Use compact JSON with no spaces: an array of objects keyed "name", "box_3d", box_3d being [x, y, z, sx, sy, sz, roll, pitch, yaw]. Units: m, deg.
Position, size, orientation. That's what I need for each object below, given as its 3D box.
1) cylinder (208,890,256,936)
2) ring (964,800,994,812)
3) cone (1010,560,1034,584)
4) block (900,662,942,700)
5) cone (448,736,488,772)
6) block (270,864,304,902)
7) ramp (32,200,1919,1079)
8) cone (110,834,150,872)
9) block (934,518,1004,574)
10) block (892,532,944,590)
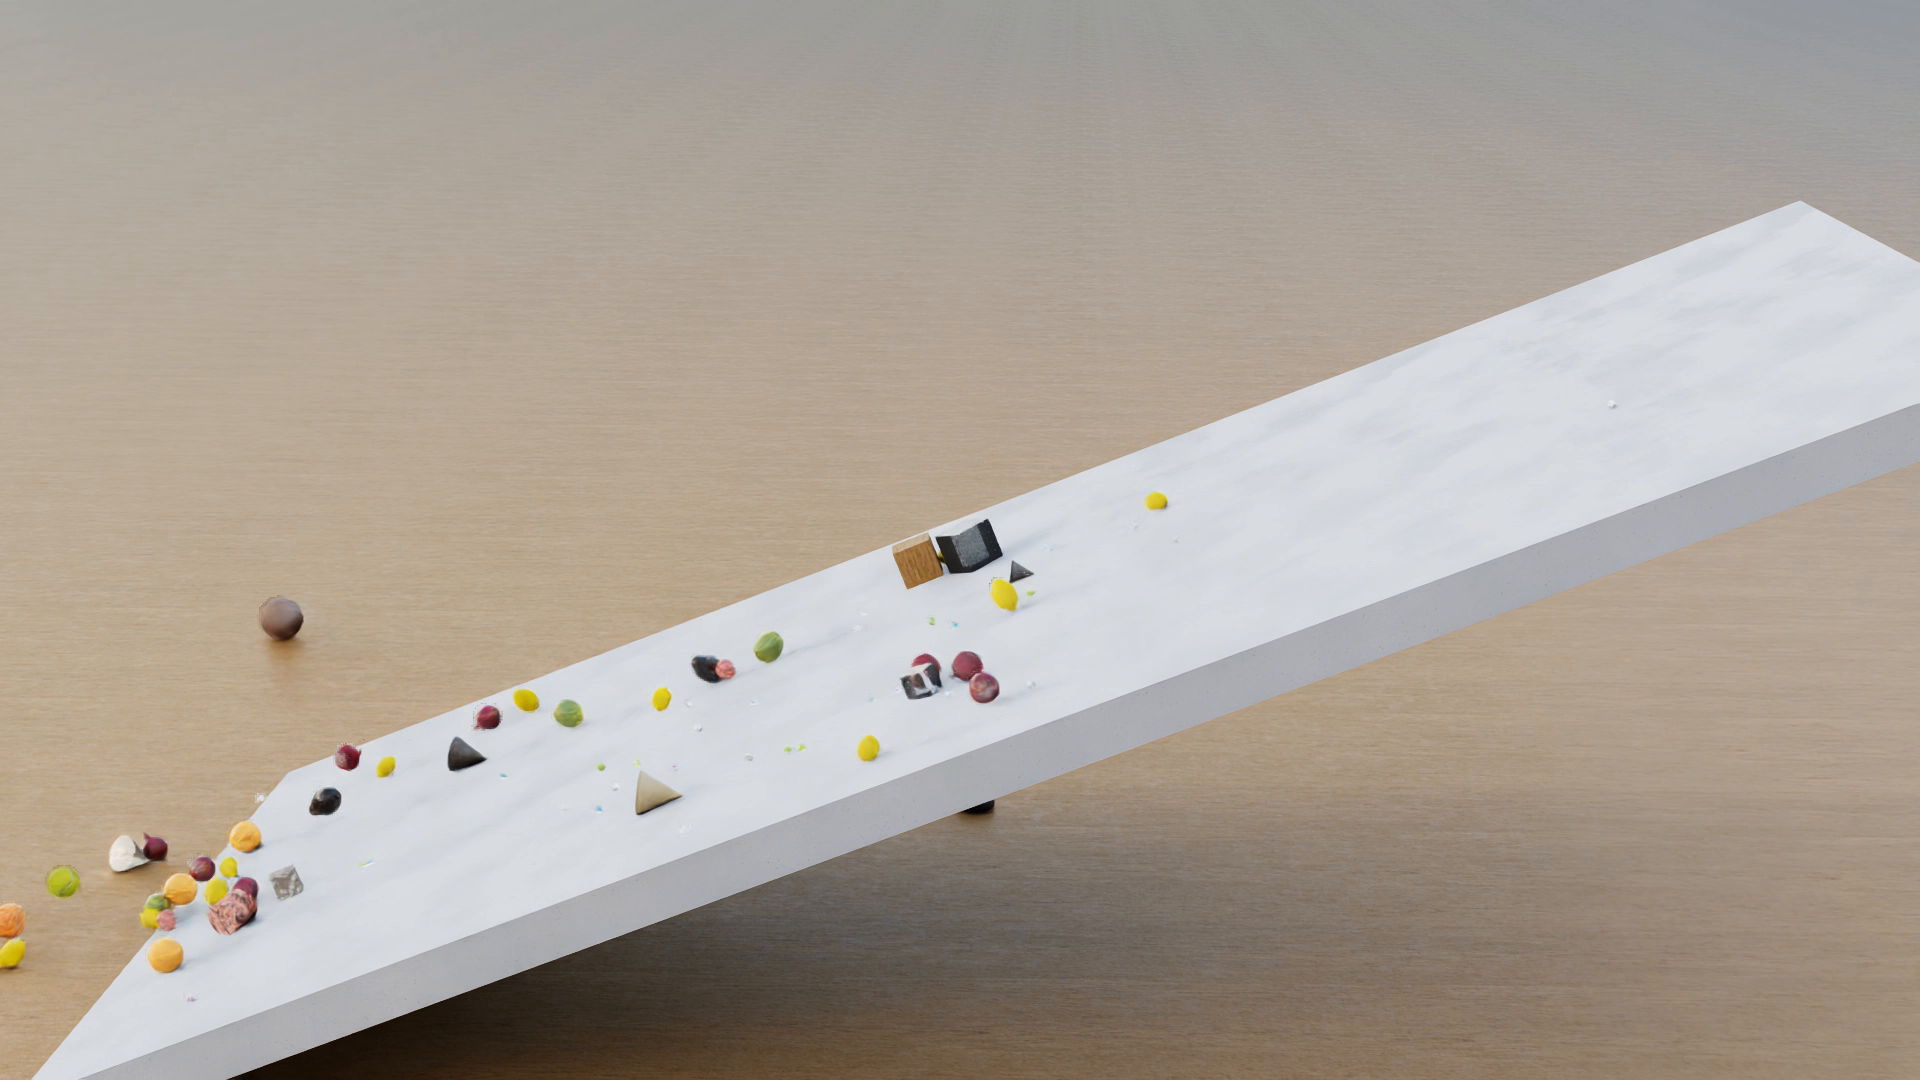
[{"name":"cylinder","box_3d":[-1.524,0.779,6.162,0.071,0.071,0.071,6,23,23]},{"name":"ring","box_3d":[0.039,0.669,7.509,0.100,0.033,0.100,-1,12,0]},{"name":"cone","box_3d":[0.137,0.071,6.417,0.053,0.053,0.053,5,14,2]},{"name":"block","box_3d":[-0.077,0.280,5.811,0.052,0.052,0.052,-14,14,35]},{"name":"cone","box_3d":[-1.125,0.498,6.769,0.082,0.082,0.082,8,15,10]},{"name":"block","box_3d":[-1.435,0.730,6.265,0.053,0.053,0.053,-24,12,-9]},{"name":"ramp","box_3d":[0.122,0.174,6.291,4.000,0.100,2.000,-21,12,7]},{"name":"cone","box_3d":[-1.987,0.765,7.098,0.091,0.091,0.091,11,-9,38]},{"name":"block","box_3d":[0.020,0.014,6.710,0.094,0.094,0.094,-30,14,-31]},{"name":"block","box_3d":[-0.097,0.048,6.782,0.090,0.090,0.090,-22,12,3]}]
